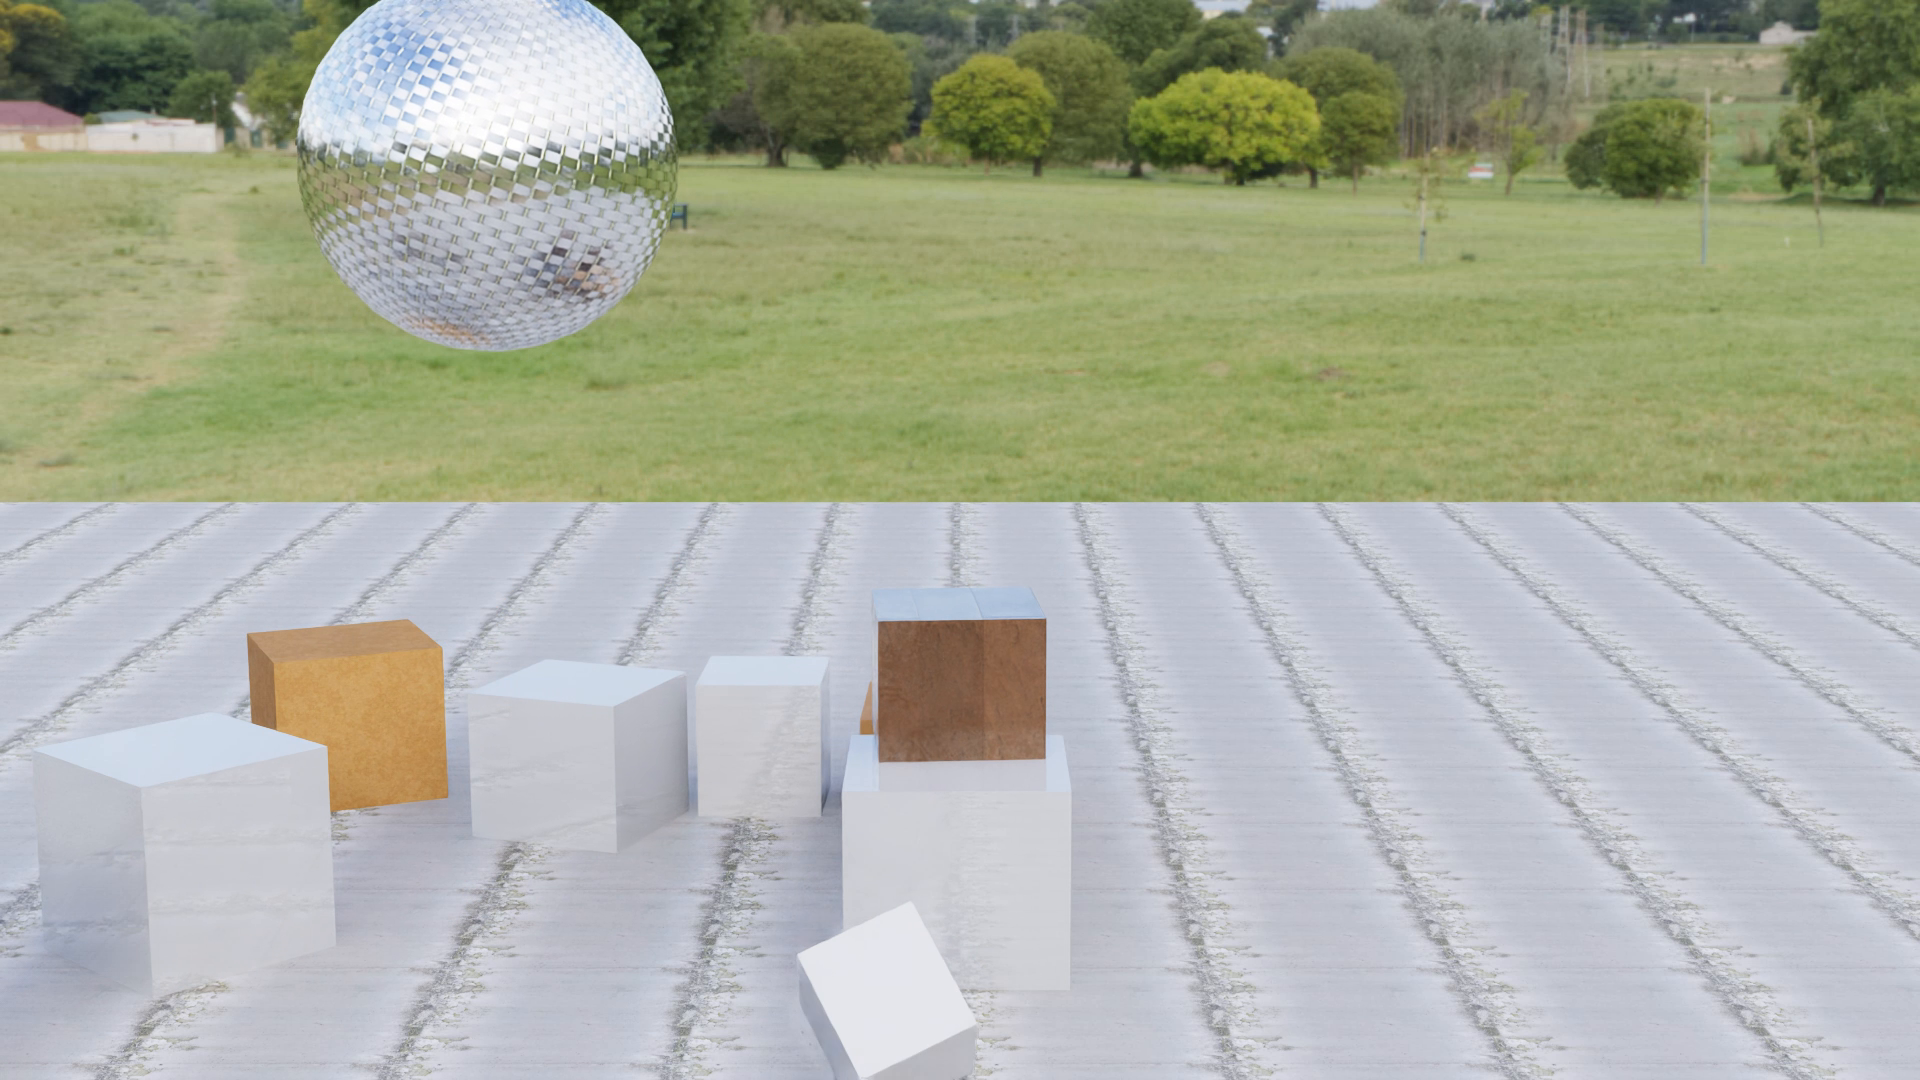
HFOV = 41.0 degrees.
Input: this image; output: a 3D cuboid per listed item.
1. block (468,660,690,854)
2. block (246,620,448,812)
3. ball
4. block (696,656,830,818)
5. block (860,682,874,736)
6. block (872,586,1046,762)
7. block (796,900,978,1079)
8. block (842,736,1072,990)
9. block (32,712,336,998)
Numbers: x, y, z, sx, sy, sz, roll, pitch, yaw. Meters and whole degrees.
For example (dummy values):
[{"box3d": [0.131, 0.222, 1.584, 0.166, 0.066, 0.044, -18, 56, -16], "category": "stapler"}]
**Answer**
[{"box3d": [-1.791, 1.005, 12.114, 0.757, 0.688, 0.737, 4, 11, 20], "category": "block"}, {"box3d": [-3.034, 0.865, 12.694, 0.807, 0.756, 0.733, -5, 11, -24], "category": "block"}, {"box3d": [-1.995, -1.600, 10.889, 1.600, 1.600, 1.600, 0, 10, 0], "category": "ball"}, {"box3d": [-0.951, 0.952, 12.524, 0.591, 0.647, 0.612, 0, 10, 1], "category": "block"}, {"box3d": [-0.077, 1.069, 11.785, 0.715, 0.680, 0.736, 0, 10, 2], "category": "block"}, {"box3d": [-0.014, 0.542, 10.513, 0.669, 0.576, 0.644, -1, 10, -4], "category": "block"}, {"box3d": [-0.246, 1.586, 8.574, 0.421, 0.478, 0.486, -23, -27, -15], "category": "block"}, {"box3d": [-0.012, 1.279, 10.302, 0.878, 0.798, 0.850, 0, 10, 0], "category": "block"}, {"box3d": [-3.133, 1.246, 10.370, 0.838, 0.839, 0.825, 9, 14, 42], "category": "block"}]
